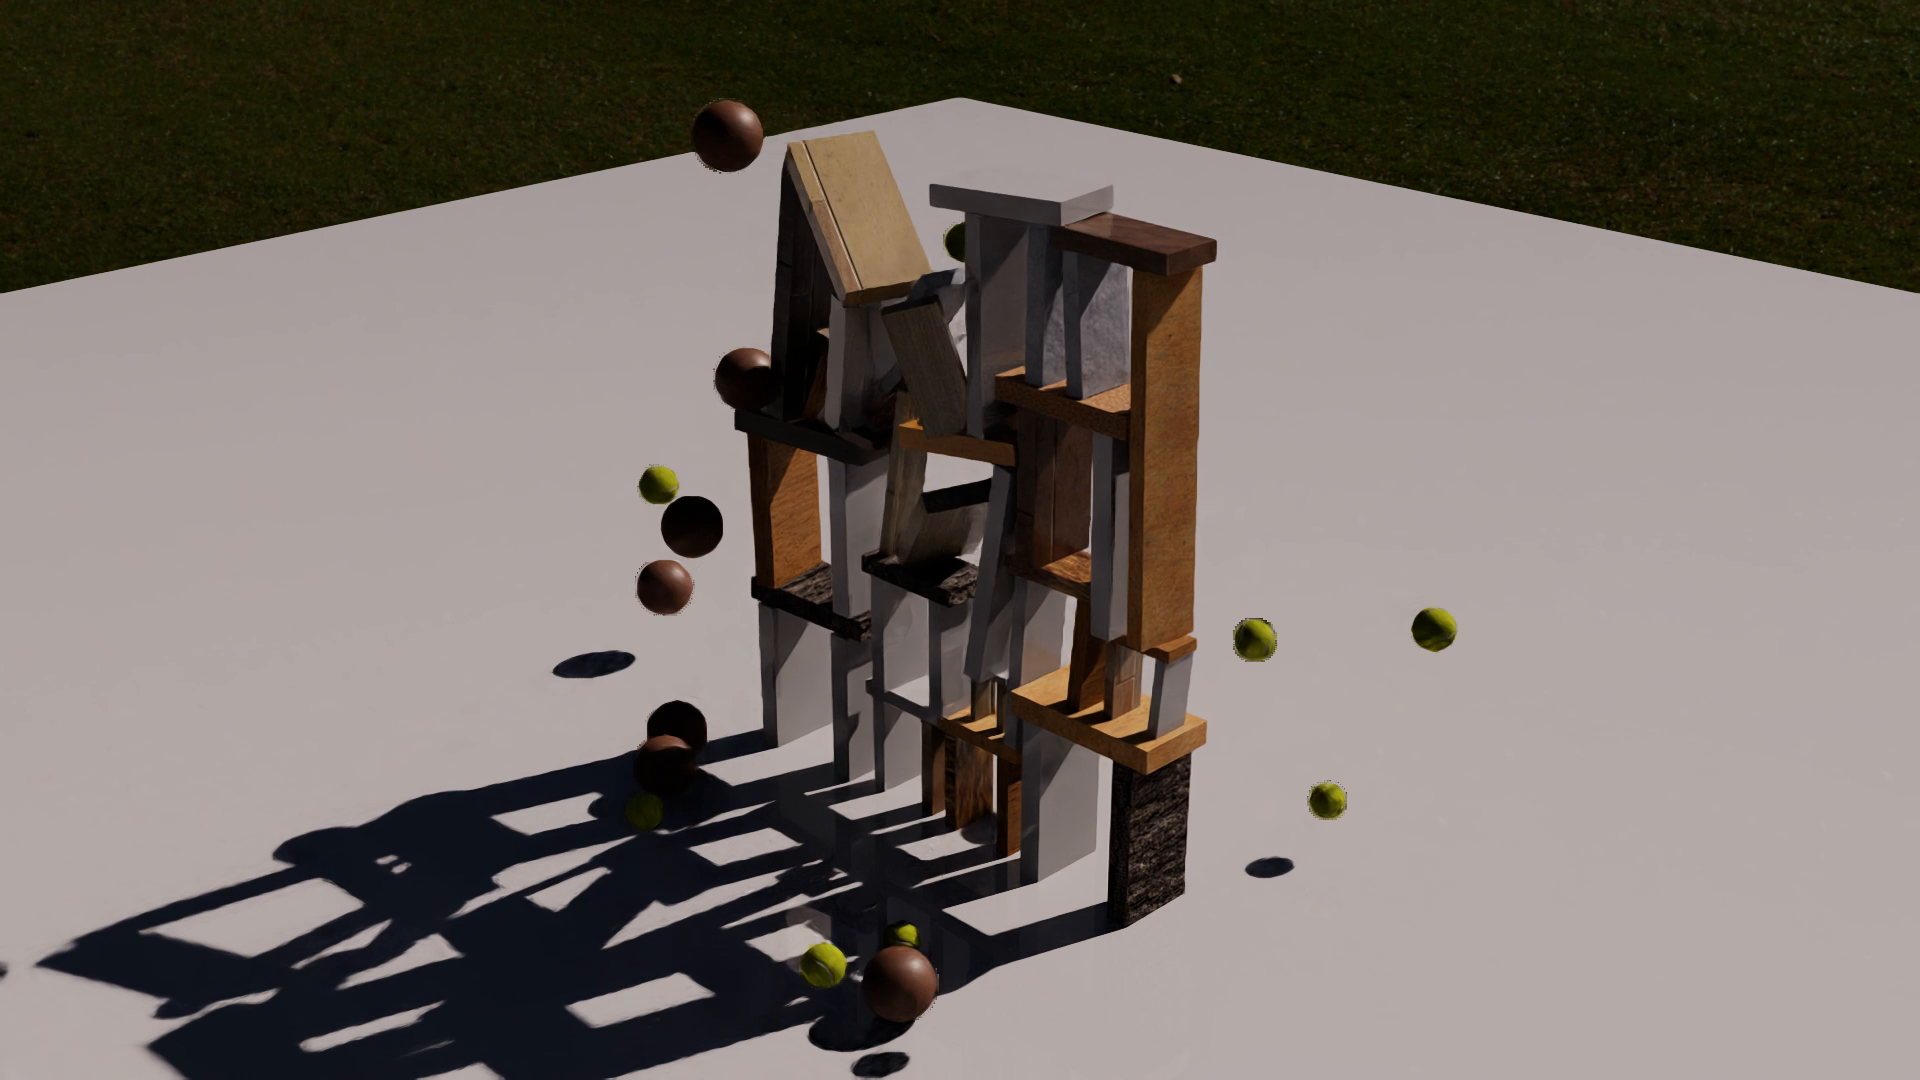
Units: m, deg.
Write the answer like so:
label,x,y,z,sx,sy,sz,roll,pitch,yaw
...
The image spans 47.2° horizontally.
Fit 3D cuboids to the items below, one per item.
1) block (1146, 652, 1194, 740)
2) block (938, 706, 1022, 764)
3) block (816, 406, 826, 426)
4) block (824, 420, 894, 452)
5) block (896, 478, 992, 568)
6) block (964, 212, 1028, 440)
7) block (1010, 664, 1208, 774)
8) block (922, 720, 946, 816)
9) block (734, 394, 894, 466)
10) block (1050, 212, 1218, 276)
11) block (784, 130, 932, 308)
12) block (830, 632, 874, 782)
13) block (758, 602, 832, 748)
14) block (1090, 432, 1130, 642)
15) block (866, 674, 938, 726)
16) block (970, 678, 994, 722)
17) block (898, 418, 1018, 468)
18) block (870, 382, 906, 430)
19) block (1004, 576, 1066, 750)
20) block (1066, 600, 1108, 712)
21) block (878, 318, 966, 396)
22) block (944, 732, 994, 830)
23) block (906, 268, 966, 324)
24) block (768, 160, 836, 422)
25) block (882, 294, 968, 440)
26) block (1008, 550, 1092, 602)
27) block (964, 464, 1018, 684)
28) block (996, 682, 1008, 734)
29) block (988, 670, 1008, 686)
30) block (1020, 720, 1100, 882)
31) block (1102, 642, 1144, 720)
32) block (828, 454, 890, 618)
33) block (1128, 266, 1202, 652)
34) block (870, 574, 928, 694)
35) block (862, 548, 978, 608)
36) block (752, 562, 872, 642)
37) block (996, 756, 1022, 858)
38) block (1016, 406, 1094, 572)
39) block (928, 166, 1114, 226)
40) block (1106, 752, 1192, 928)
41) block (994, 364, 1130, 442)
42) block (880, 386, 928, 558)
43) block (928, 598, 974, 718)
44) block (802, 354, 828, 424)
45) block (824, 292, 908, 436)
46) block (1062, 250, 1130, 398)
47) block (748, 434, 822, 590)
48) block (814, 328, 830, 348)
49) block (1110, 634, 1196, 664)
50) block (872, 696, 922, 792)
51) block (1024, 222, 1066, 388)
label,x,y,z,sx,sy,sz,roll,pitch,yaw
block,0.376,0.273,3.936,0.078,0.157,0.022,-21,36,-40
block,0.069,0.371,4.300,0.213,0.030,0.107,21,31,40
block,-0.216,-0.288,4.337,0.077,0.155,0.022,-23,73,-44
block,-0.187,-0.213,4.300,0.081,0.023,0.161,-17,28,-35
block,-0.022,-0.030,4.170,0.151,0.043,0.301,-12,-17,-15
block,0.081,-0.395,3.940,0.147,0.415,0.042,-19,31,-34
block,0.273,0.328,4.069,0.167,0.047,0.335,-21,31,-41
block,-0.029,0.443,4.448,0.030,0.210,0.105,21,31,41
block,-0.275,-0.231,4.433,0.335,0.047,0.167,17,29,34
block,0.290,-0.499,3.689,0.256,0.036,0.128,22,32,40
block,-0.188,-0.596,4.065,0.172,0.049,0.344,-13,65,-20
block,-0.191,0.324,4.581,0.046,0.325,0.162,20,30,40
block,-0.351,0.266,4.718,0.046,0.325,0.162,20,30,40
block,0.300,-0.025,3.886,0.044,0.386,0.154,21,31,41
block,-0.081,0.313,4.448,0.105,0.030,0.210,-21,31,-40
block,0.044,0.296,4.301,0.015,0.107,0.054,22,32,40
block,0.044,-0.194,4.082,0.151,0.043,0.301,-23,24,-40
block,-0.102,-0.274,4.236,0.081,0.161,0.023,-24,77,-41
block,0.143,0.217,4.159,0.112,0.364,0.032,-21,35,-41
block,0.254,0.195,4.030,0.113,0.225,0.032,-22,37,-41
block,-0.069,-0.343,4.143,0.103,0.029,0.206,-26,-8,-31
block,0.019,0.464,4.394,0.030,0.213,0.107,21,31,40
block,-0.045,-0.434,3.999,0.103,0.029,0.206,-12,-14,-21
block,-0.280,-0.497,4.316,0.172,0.528,0.049,-18,37,-37
block,-0.050,-0.309,3.965,0.103,0.274,0.029,-12,35,12
block,0.207,0.058,4.023,0.225,0.032,0.113,21,31,41
block,0.102,0.046,4.126,0.151,0.461,0.043,-23,42,-40
block,0.095,0.316,4.254,0.015,0.107,0.054,21,32,40
block,0.068,0.251,4.252,0.107,0.015,0.054,21,32,40
block,0.193,0.473,4.218,0.167,0.335,0.047,-21,31,-41
block,0.298,0.243,4.006,0.078,0.157,0.022,-22,33,-40
block,-0.183,-0.025,4.438,0.047,0.335,0.167,20,30,41
block,0.350,-0.142,3.775,0.128,0.686,0.036,-18,28,-36
block,-0.121,0.171,4.423,0.035,0.251,0.123,21,31,40
block,-0.064,0.062,4.313,0.123,0.035,0.247,-21,31,-40
block,-0.265,0.120,4.587,0.325,0.046,0.162,20,30,39
block,0.120,0.503,4.302,0.030,0.213,0.107,21,31,41
block,0.172,-0.112,3.989,0.044,0.308,0.154,22,32,40
block,0.105,-0.600,3.833,0.293,0.042,0.147,15,29,38
block,0.350,0.534,4.072,0.167,0.335,0.047,-21,31,-41
block,0.225,-0.252,3.869,0.308,0.044,0.154,21,31,40
block,-0.102,-0.139,4.247,0.081,0.389,0.023,-27,49,-37
block,-0.005,0.216,4.313,0.123,0.247,0.035,-21,30,-40
block,-0.259,-0.307,4.356,0.077,0.155,0.022,-21,54,-41
block,-0.166,-0.361,4.170,0.172,0.344,0.049,-27,58,-25
block,0.236,-0.385,3.796,0.036,0.257,0.128,16,28,42
block,-0.363,-0.085,4.579,0.047,0.335,0.167,12,26,30
block,-0.206,-0.380,4.307,0.077,0.022,0.155,-16,34,-39
block,0.338,0.175,3.936,0.157,0.022,0.078,21,31,40
block,-0.129,0.404,4.540,0.105,0.210,0.030,-21,30,-40
block,0.182,-0.427,3.848,0.042,0.293,0.147,22,32,39
